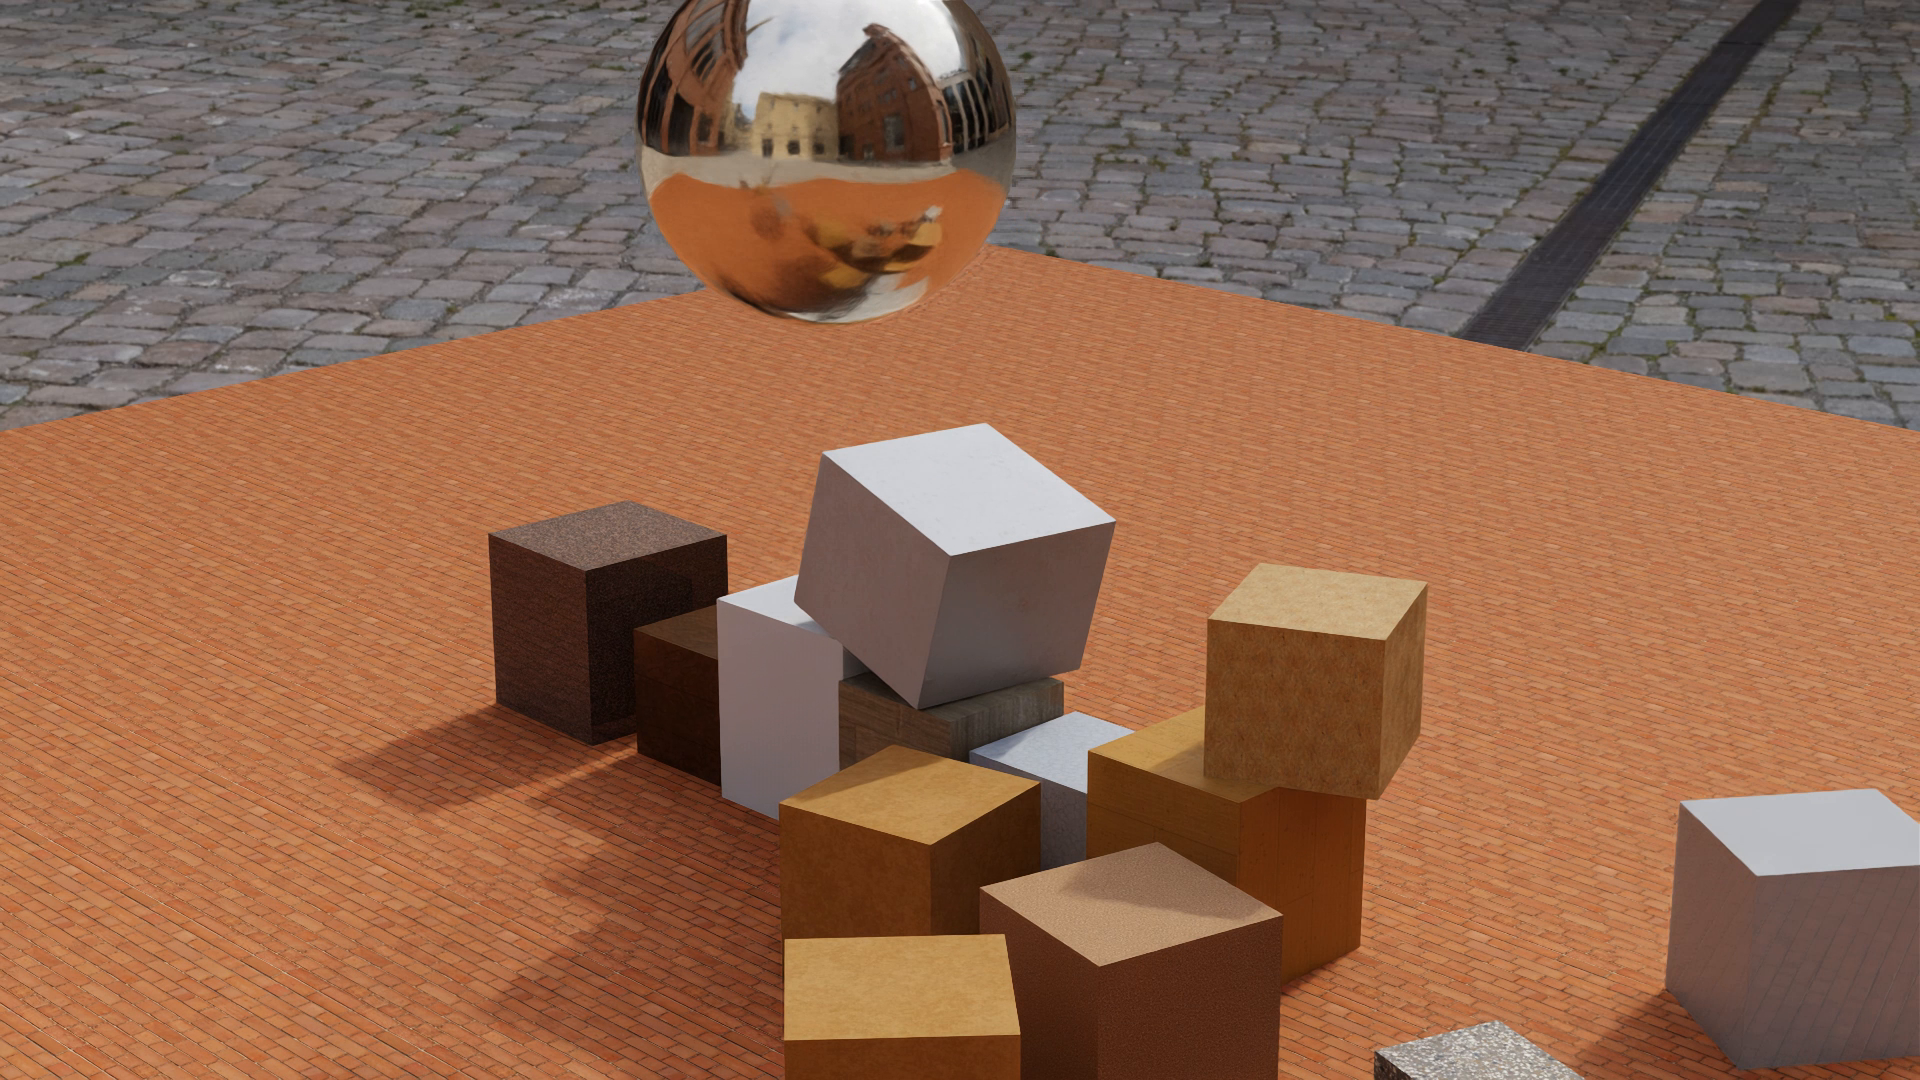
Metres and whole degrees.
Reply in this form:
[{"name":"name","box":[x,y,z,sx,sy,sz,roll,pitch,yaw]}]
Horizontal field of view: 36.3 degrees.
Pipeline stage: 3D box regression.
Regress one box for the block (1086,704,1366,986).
[{"name":"block","box":[1.139,1.328,12.570,0.826,0.928,0.866,16,24,42]}]

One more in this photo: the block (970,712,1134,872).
[{"name":"block","box":[0.553,1.270,13.167,0.744,0.682,0.702,16,24,42]}]

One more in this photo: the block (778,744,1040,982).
[{"name":"block","box":[-0.205,1.446,12.382,0.769,0.817,0.809,12,21,33]}]

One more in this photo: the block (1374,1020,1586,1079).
[{"name":"block","box":[1.899,2.142,10.742,0.555,0.472,0.559,-8,19,-25]}]

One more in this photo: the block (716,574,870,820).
[{"name":"block","box":[-0.555,0.774,14.174,0.840,1.024,0.888,-17,24,-42]}]

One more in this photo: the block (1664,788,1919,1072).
[{"name":"block","box":[3.458,1.572,11.939,0.862,0.842,0.767,-3,18,-9]}]

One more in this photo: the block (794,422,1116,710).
[{"name":"block","box":[-0.035,0.101,13.468,0.966,0.798,0.973,-12,36,-38]}]

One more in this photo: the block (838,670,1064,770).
[{"name":"block","box":[-0.041,1.052,13.592,0.732,0.843,0.735,-17,24,-42]}]

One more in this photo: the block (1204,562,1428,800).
[{"name":"block","box":[1.492,0.577,12.262,0.735,0.689,0.793,7,19,20]}]

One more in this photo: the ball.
[{"name":"ball","box":[-0.558,-1.686,12.227,1.600,1.600,1.600,0,17,0]}]

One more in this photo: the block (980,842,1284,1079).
[{"name":"block","box":[0.656,1.764,11.438,0.852,0.776,0.827,-11,20,-30]}]

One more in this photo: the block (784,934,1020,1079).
[{"name":"block","box":[-0.216,2.003,10.441,0.801,0.918,0.797,-1,17,-3]}]

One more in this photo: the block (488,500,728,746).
[{"name":"block","box":[-1.840,0.418,15.440,0.905,0.943,0.859,-16,23,-40]}]

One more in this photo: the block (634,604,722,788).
[{"name":"block","box":[-1.131,0.767,14.794,0.704,0.666,0.734,-17,24,-42]}]
